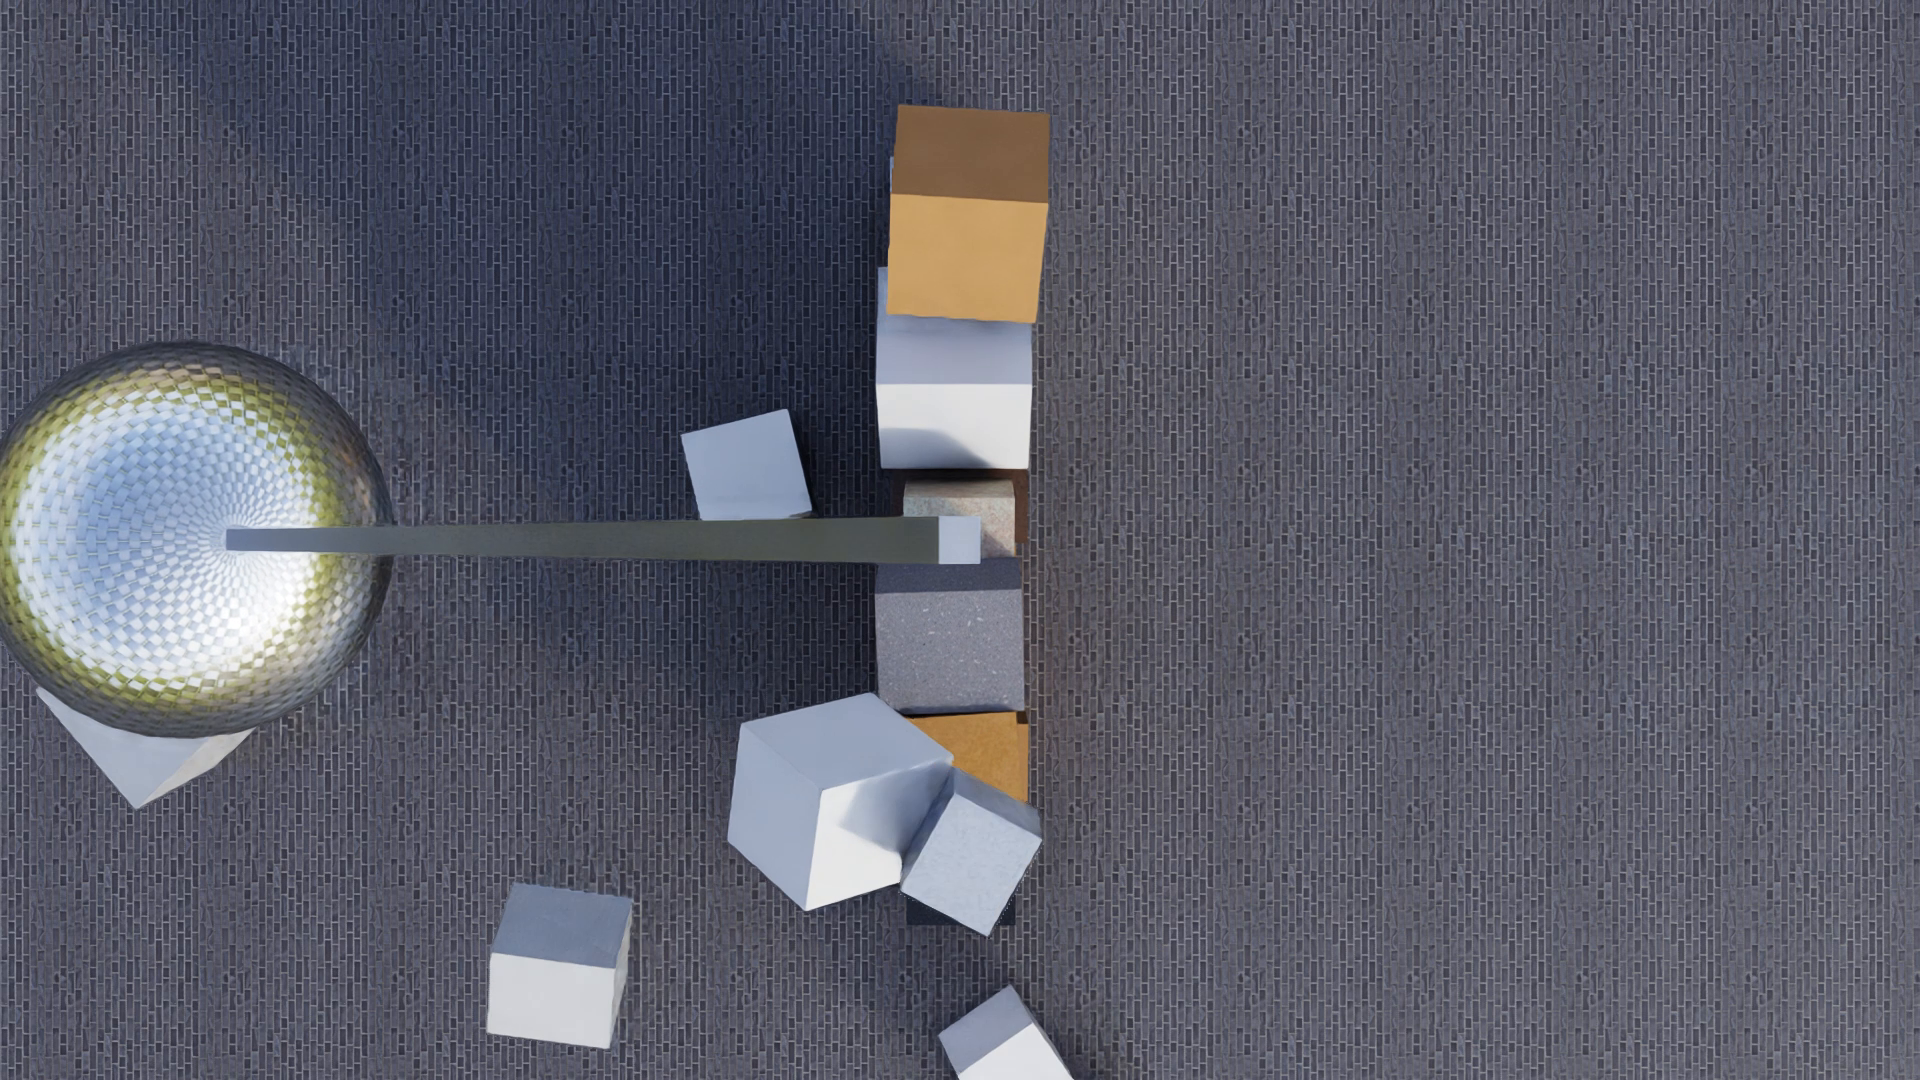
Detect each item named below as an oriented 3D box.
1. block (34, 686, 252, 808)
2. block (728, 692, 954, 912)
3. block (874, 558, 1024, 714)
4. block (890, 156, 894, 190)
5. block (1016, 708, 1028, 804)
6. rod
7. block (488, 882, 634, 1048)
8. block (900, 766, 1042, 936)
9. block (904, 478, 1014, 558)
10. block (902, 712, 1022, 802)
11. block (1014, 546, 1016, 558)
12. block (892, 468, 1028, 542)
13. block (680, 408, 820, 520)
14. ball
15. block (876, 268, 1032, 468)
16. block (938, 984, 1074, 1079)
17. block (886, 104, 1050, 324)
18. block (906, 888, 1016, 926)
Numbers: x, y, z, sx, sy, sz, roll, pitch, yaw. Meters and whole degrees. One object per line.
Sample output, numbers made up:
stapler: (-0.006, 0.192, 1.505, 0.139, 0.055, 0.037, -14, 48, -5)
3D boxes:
block: (-4.493, 0.845, 12.500, 0.792, 0.788, 0.869, -40, 90, 19)
block: (-0.588, 1.257, 10.702, 0.779, 0.678, 0.663, -11, 121, -38)
block: (-0.049, 0.484, 11.257, 0.726, 0.630, 0.632, -2, 104, 0)
block: (0.000, -1.721, 12.634, 0.779, 0.733, 0.839, 0, 90, 0)
block: (-0.010, 1.318, 11.961, 0.736, 0.619, 0.740, 0, 94, 0)
rod: (-1.339, 0.000, 5.918, 0.080, 5.200, 0.080, 0, 90, -31)
block: (-2.149, 2.290, 11.849, 0.649, 0.558, 0.578, 8, 122, -2)
block: (0.049, 1.460, 10.380, 0.462, 0.510, 0.527, 28, 97, -4)
block: (-0.005, 0.009, 11.823, 0.579, 0.667, 0.591, 0, 101, 0)
block: (-0.011, 1.198, 11.332, 0.625, 0.621, 0.681, -4, 94, 0)
block: (-0.013, 0.352, 12.704, 0.660, 0.592, 0.639, 0, 90, 0)
block: (0.000, -0.362, 12.582, 0.744, 0.836, 0.759, 0, 90, 0)
block: (-1.205, -0.377, 12.708, 0.625, 0.573, 0.592, -14, 89, 0)
ball: (-3.090, 0.000, 8.833, 1.600, 1.600, 1.600, 0, 90, 0)
block: (-0.030, -0.912, 11.779, 0.798, 0.836, 0.735, 0, 61, 0)
block: (0.267, 2.953, 12.481, 0.508, 0.515, 0.493, -34, 108, -3)
block: (0.038, -1.657, 11.198, 0.765, 0.794, 0.695, 3, 49, -1)
block: (0.006, 1.795, 12.681, 0.612, 0.638, 0.740, 0, 90, 0)
